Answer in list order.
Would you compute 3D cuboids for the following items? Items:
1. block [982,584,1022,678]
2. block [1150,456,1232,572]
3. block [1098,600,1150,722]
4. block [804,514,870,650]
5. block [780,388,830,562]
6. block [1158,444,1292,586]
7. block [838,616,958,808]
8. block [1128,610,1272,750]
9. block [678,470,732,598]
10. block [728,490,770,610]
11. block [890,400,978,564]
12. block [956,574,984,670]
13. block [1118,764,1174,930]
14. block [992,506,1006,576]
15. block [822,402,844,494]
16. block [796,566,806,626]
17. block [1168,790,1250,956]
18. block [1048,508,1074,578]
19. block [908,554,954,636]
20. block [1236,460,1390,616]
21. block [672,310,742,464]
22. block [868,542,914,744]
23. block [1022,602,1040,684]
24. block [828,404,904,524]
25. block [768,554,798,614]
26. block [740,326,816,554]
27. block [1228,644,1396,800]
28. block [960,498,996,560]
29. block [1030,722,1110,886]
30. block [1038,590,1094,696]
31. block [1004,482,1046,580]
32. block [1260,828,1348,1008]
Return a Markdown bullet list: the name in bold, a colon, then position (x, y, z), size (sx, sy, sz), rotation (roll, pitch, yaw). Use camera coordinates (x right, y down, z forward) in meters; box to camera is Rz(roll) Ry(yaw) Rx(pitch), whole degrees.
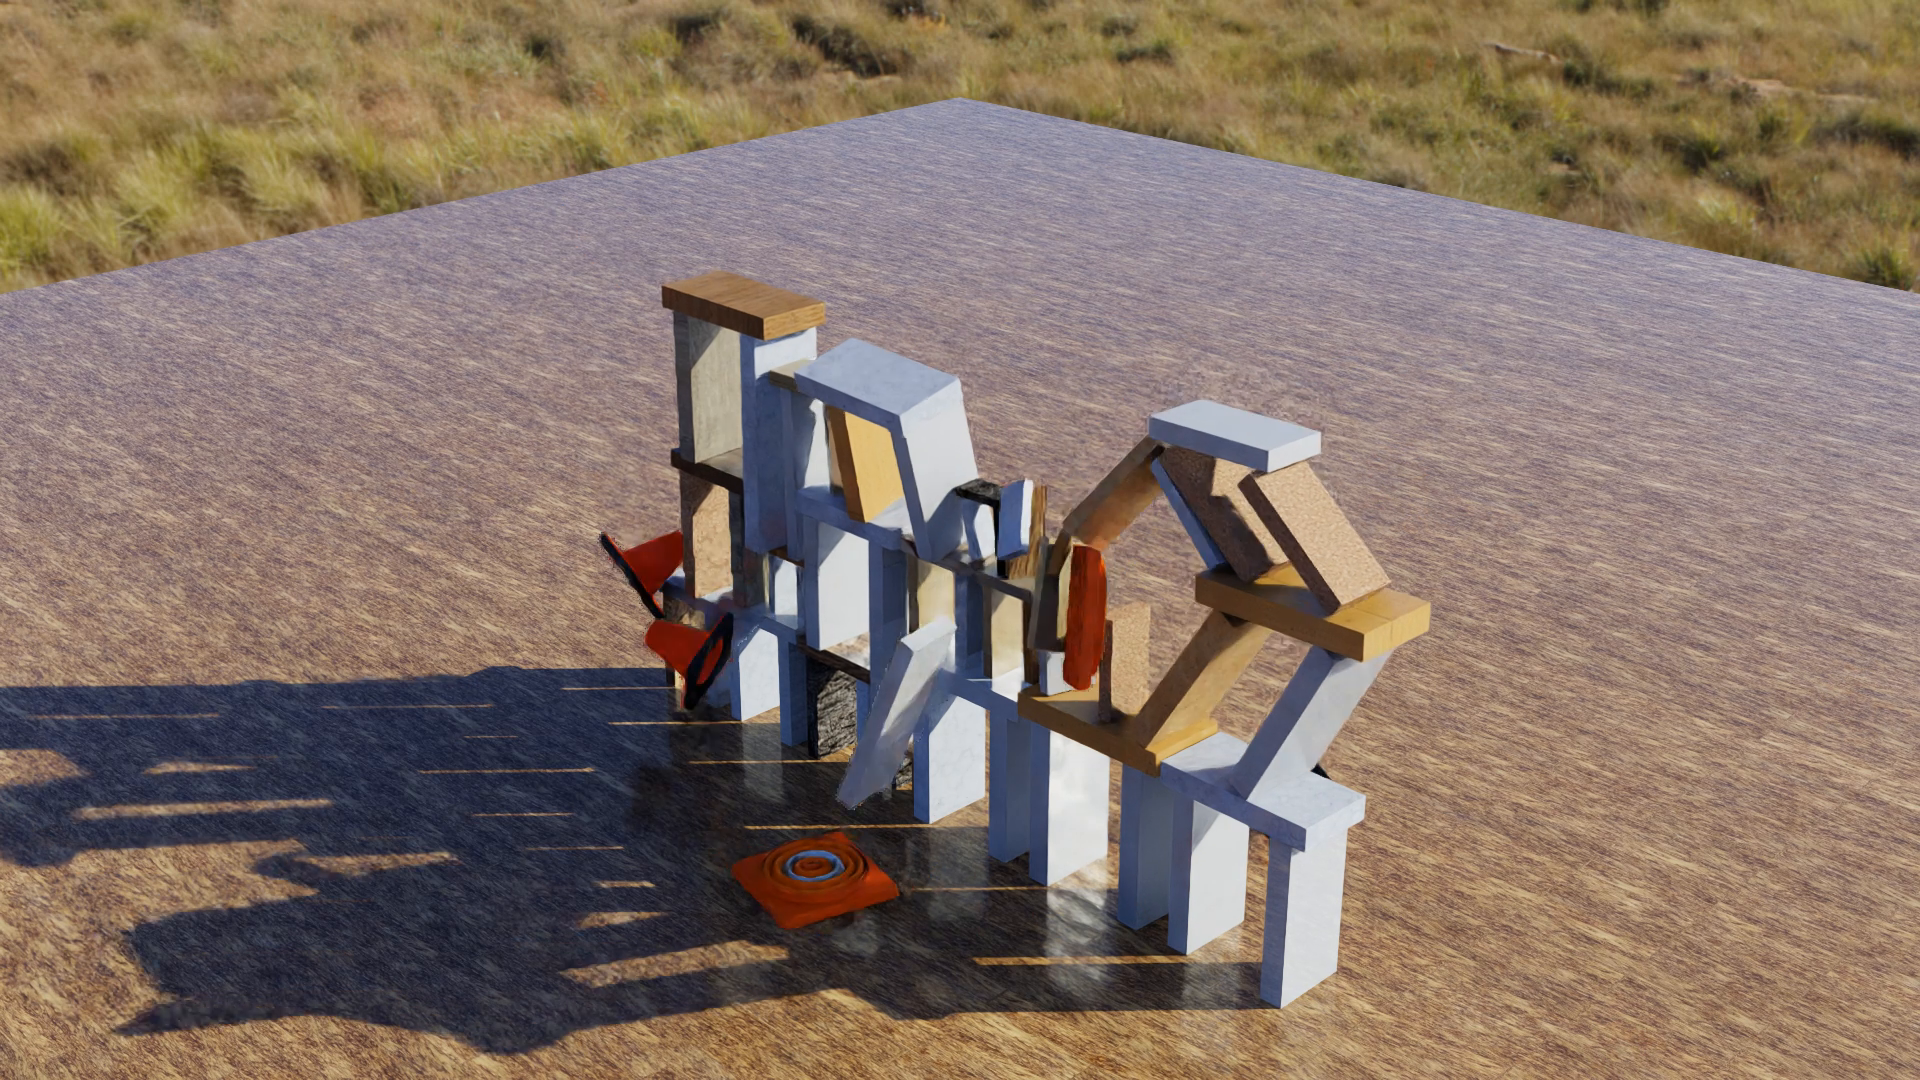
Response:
- **block**: position (0.081, 0.163, 4.206), size (0.023, 0.191, 0.082), rotation (20, 30, 41)
- **block**: position (0.422, -0.055, 3.736), size (0.109, 0.031, 0.219), rotation (-15, 66, -31)
- **block**: position (0.298, 0.220, 3.987), size (0.102, 0.203, 0.029), rotation (-21, 31, -40)
- **block**: position (-0.251, 0.069, 4.535), size (0.146, 0.292, 0.041), rotation (-21, 31, -41)
- **block**: position (-0.311, -0.145, 4.503), size (0.029, 0.369, 0.104), rotation (20, 29, 40)
- **block**: position (0.457, -0.058, 3.692), size (0.131, 0.037, 0.262), rotation (-20, 70, -39)
- **block**: position (-0.107, 0.290, 3.666), size (0.031, 0.385, 0.109), rotation (40, 42, 21)
- **block**: position (0.439, 0.217, 3.842), size (0.175, 0.349, 0.049), rotation (-21, 63, -41)
- **block**: position (-0.544, -0.030, 4.801), size (0.037, 0.292, 0.131), rotation (20, 30, 40)
- **block**: position (-0.426, 0.004, 4.683), size (0.037, 0.262, 0.131), rotation (21, 31, 41)
- **block**: position (-0.040, -0.128, 4.141), size (0.043, 0.316, 0.150), rotation (21, 45, 41)
- **block**: position (0.037, 0.143, 4.245), size (0.099, 0.197, 0.028), rotation (-21, 31, -41)
- **block**: position (0.373, 0.536, 4.063), size (0.170, 0.340, 0.048), rotation (-19, 29, -37)
- **block**: position (0.095, -0.004, 4.128), size (0.060, 0.131, 0.017), rotation (-15, 20, -32)
- **block**: position (-0.216, -0.200, 4.425), size (0.104, 0.207, 0.029), rotation (-7, 8, -17)
- **block**: position (-0.310, 0.107, 4.605), size (0.067, 0.135, 0.019), rotation (-21, 31, -41)
- **block**: position (0.453, 0.575, 3.990), size (0.162, 0.325, 0.046), rotation (-21, 30, -40)
- **block**: position (0.186, 0.005, 3.918), size (0.020, 0.138, 0.069), rotation (24, 63, 7)
- **block**: position (-0.057, 0.106, 4.332), size (0.028, 0.197, 0.099), rotation (21, 31, 41)
- **block**: position (0.574, -0.011, 3.564), size (0.131, 0.037, 0.262), rotation (-20, 70, -40)
- **block**: position (-0.523, -0.341, 4.649), size (0.046, 0.326, 0.163), rotation (19, 29, 37)
- **block**: position (-0.115, 0.199, 4.440), size (0.146, 0.456, 0.041), rotation (-21, 31, -41)
- **block**: position (0.156, 0.182, 4.130), size (0.082, 0.164, 0.023), rotation (-21, 28, -40)
- **block**: position (-0.176, -0.201, 4.280), size (0.043, 0.301, 0.150), rotation (17, 40, 36)
- **block**: position (-0.373, 0.082, 4.663), size (0.067, 0.135, 0.019), rotation (-21, 31, -41)
- **block**: position (-0.371, -0.215, 4.538), size (0.163, 0.471, 0.046), rotation (-21, 31, -40)
- **block**: position (0.596, 0.282, 3.701), size (0.175, 0.367, 0.049), rotation (-18, 57, -37)
- **block**: position (0.035, -0.028, 4.170), size (0.017, 0.120, 0.060), rotation (3, 19, 43)
- **block**: position (0.210, 0.476, 4.204), size (0.170, 0.340, 0.048), rotation (-21, 31, -40)
- **block**: position (0.196, 0.180, 4.080), size (0.102, 0.203, 0.029), rotation (-12, 20, -26)
- **block**: position (0.122, -0.017, 4.091), size (0.069, 0.183, 0.020), rotation (-9, 28, -20)
- **block**: position (0.601, 0.639, 3.839), size (0.162, 0.325, 0.046), rotation (-21, 31, -41)
